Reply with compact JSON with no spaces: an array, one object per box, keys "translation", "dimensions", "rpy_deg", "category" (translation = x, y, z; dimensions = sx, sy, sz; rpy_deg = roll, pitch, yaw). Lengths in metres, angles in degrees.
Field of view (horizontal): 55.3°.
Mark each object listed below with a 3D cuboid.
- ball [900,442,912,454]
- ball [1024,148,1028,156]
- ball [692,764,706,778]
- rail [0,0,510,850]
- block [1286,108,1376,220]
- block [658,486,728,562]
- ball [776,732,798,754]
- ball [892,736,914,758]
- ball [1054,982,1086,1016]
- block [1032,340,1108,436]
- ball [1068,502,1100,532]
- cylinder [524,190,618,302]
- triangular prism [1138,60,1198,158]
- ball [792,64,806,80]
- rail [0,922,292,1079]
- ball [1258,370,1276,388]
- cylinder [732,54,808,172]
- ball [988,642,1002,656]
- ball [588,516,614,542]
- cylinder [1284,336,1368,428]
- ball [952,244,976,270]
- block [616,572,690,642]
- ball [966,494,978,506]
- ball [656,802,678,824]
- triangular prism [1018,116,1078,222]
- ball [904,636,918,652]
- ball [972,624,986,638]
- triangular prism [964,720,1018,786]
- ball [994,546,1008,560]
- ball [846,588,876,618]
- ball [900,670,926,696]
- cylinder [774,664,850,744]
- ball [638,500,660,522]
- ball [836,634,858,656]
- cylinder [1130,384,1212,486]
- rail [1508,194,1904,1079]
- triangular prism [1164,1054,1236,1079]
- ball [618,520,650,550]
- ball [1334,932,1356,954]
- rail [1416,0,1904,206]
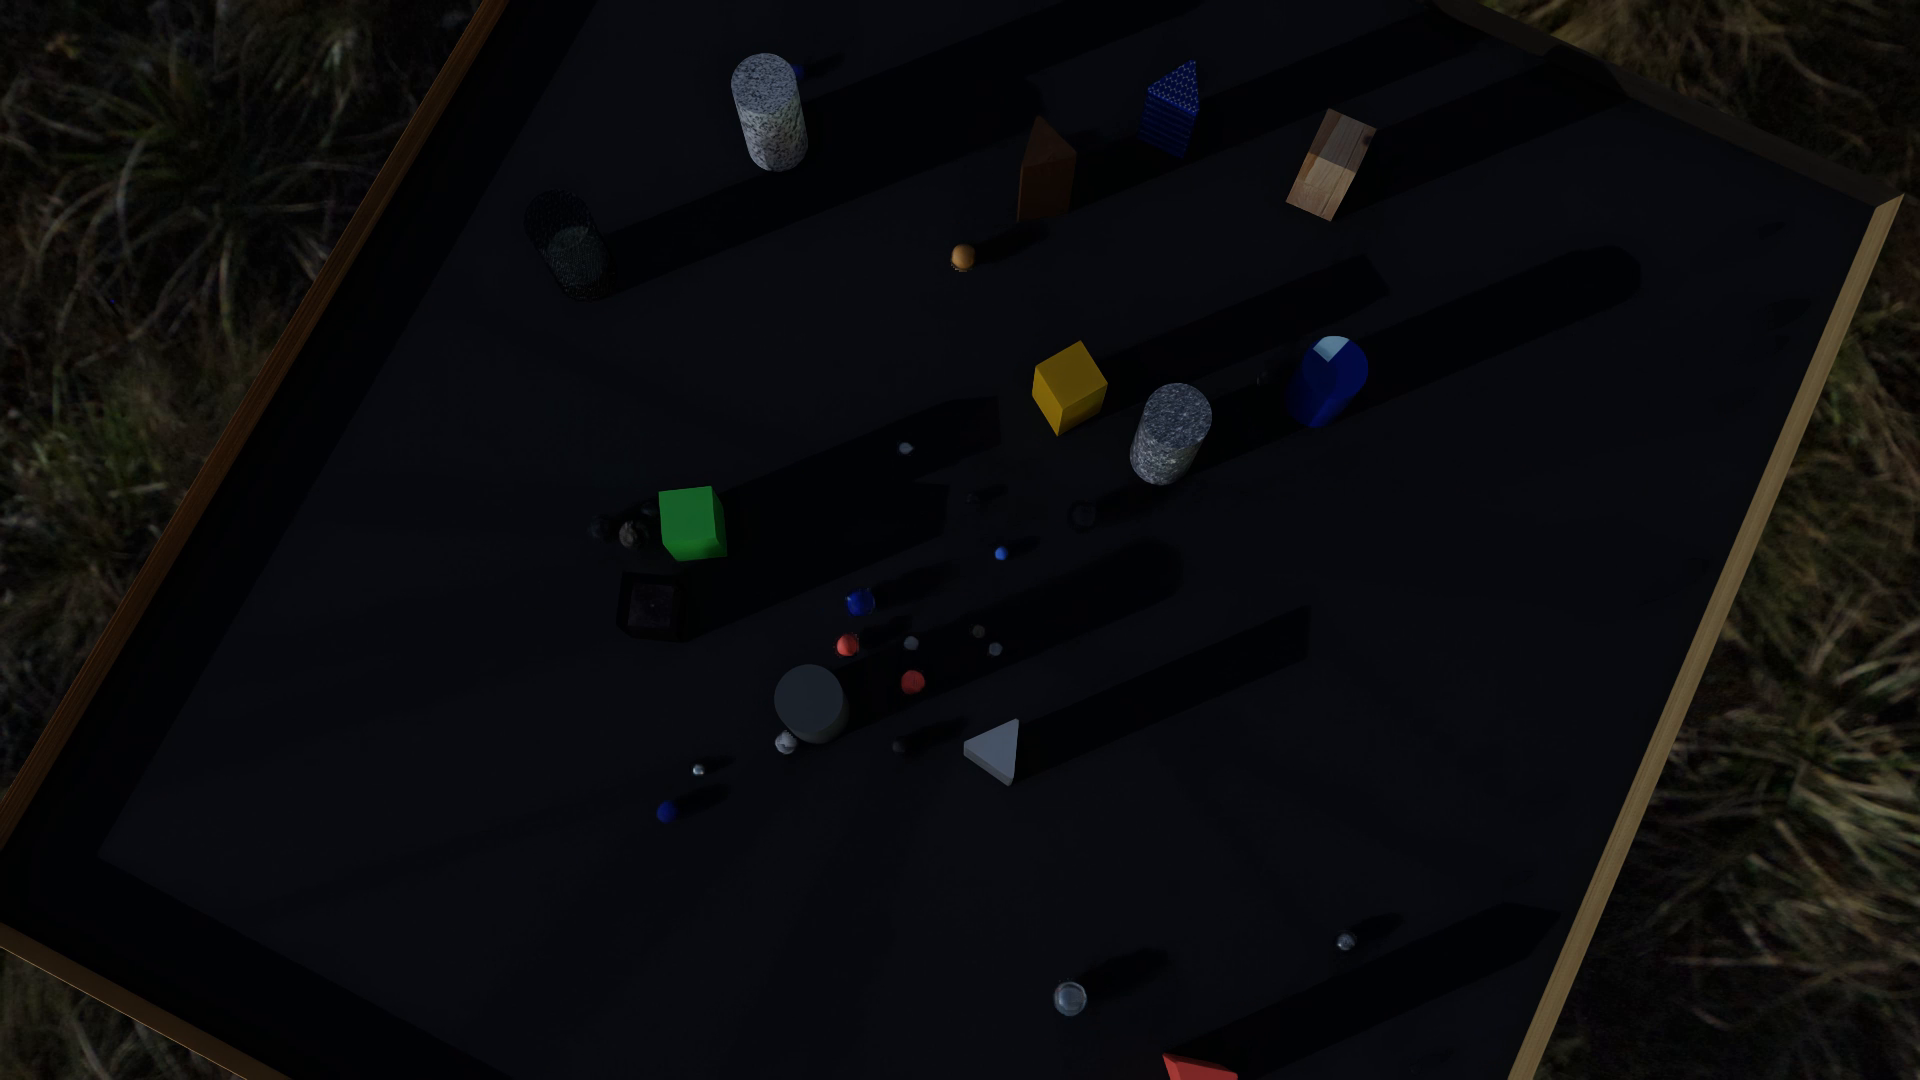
[{"translation":[-0.168,-0.284,5.654],"dimensions":[0.041,0.041,0.041],"rpy_deg":[0,78,0],"category":"ball"},{"translation":[0.239,-1.226,5.835],"dimensions":[0.070,0.070,0.070],"rpy_deg":[0,78,0],"category":"ball"},{"translation":[-0.777,0.685,5.454],"dimensions":[0.040,0.040,0.040],"rpy_deg":[0,78,0],"category":"ball"},{"translation":[-1.897,-0.922,5.742],"dimensions":[0.045,0.127,4.597],"rpy_deg":[26,80,5],"category":"rail"},{"translation":[1.142,-1.153,5.658],"dimensions":[0.156,0.386,0.156],"rpy_deg":[25,79,5],"category":"block"},{"translation":[-0.796,-0.046,5.482],"dimensions":[0.156,0.281,0.156],"rpy_deg":[-6,78,-1],"category":"block"},{"translation":[-0.516,0.603,5.453],"dimensions":[0.067,0.067,0.067],"rpy_deg":[0,78,0],"category":"ball"},{"translation":[-0.171,0.615,5.457],"dimensions":[0.064,0.064,0.064],"rpy_deg":[0,78,0],"category":"ball"},{"translation":[0.318,1.324,5.293],"dimensions":[0.097,0.097,0.097],"rpy_deg":[0,78,0],"category":"ball"},{"translation":[0.330,-0.456,5.554],"dimensions":[0.156,0.308,0.156],"rpy_deg":[-30,80,-6],"category":"block"},{"translation":[0.378,-0.070,5.582],"dimensions":[0.095,0.095,0.095],"rpy_deg":[0,78,0],"category":"ball"},{"translation":[-1.177,-0.887,5.570],"dimensions":[0.195,0.450,0.195],"rpy_deg":[0,78,0],"category":"cylinder"},{"translation":[0.676,-1.357,5.718],"dimensions":[0.169,0.352,0.146],"rpy_deg":[26,80,5],"category":"triangular prism"},{"translation":[-0.523,-1.505,5.903],"dimensions":[0.049,0.049,0.049],"rpy_deg":[0,78,0],"category":"ball"},{"translation":[-1.017,1.999,5.137],"dimensions":[4.288,0.127,0.045],"rpy_deg":[26,80,5],"category":"rail"},{"translation":[0.955,-0.500,5.694],"dimensions":[0.052,0.052,0.052],"rpy_deg":[0,78,0],"category":"ball"},{"translation":[-0.584,-1.316,5.669],"dimensions":[0.195,0.431,0.195],"rpy_deg":[0,78,0],"category":"cylinder"},{"translation":[0.107,0.328,5.527],"dimensions":[0.043,0.043,0.043],"rpy_deg":[0,78,0],"category":"ball"},{"translation":[-1.093,-0.033,5.582],"dimensions":[0.080,0.080,0.080],"rpy_deg":[0,78,0],"category":"ball"},{"translation":[1.106,-0.476,5.553],"dimensions":[0.195,0.317,0.195],"rpy_deg":[0,78,0],"category":"cylinder"},{"translation":[0.012,-0.891,5.760],"dimensions":[0.081,0.081,0.081],"rpy_deg":[0,78,0],"category":"ball"},{"translation":[-0.911,0.202,5.440],"dimensions":[0.156,0.264,0.156],"rpy_deg":[6,78,1],"category":"block"},{"translation":[0.037,-0.124,5.622],"dimensions":[0.040,0.040,0.040],"rpy_deg":[0,78,0],"category":"ball"},{"translation":[-0.864,0.805,5.417],"dimensions":[0.065,0.065,0.065],"rpy_deg":[0,78,0],"category":"ball"},{"translation":[0.247,-1.142,5.627],"dimensions":[0.169,0.443,0.146],"rpy_deg":[-13,79,-3],"category":"triangular prism"},{"translation":[-0.147,0.313,5.529],"dimensions":[0.045,0.045,0.045],"rpy_deg":[0,78,0],"category":"ball"},{"translation":[0.056,0.277,5.538],"dimensions":[0.042,0.042,0.042],"rpy_deg":[0,78,0],"category":"ball"},{"translation":[0.121,0.597,5.340],"dimensions":[0.169,0.300,0.146],"rpy_deg":[35,80,7],"category":"triangular prism"},{"translation":[0.128,0.041,5.586],"dimensions":[0.043,0.043,0.043],"rpy_deg":[0,78,0],"category":"ball"},{"translation":[-0.299,0.190,5.534],"dimensions":[0.085,0.085,0.085],"rpy_deg":[0,78,0],"category":"ball"},{"translation":[-0.142,0.427,5.490],"dimensions":[0.075,0.075,0.075],"rpy_deg":[0,78,0],"category":"ball"},{"translation":[-0.428,0.482,5.344],"dimensions":[0.195,0.338,0.195],"rpy_deg":[0,78,0],"category":"cylinder"},{"translation":[-0.946,-0.089,5.599],"dimensions":[0.069,0.069,0.069],"rpy_deg":[0,78,0],"category":"ball"},{"translation":[-0.340,0.318,5.517],"dimensions":[0.066,0.066,0.066],"rpy_deg":[0,78,0],"category":"ball"},{"translation":[0.622,-0.309,5.451],"dimensions":[0.195,0.449,0.195],"rpy_deg":[0,78,0],"category":"cylinder"},{"translation":[1.897,0.935,5.357],"dimensions":[0.045,0.127,4.597],"rpy_deg":[26,80,5],"category":"rail"},{"translation":[0.643,1.501,5.133],"dimensions":[0.146,0.338,0.169],"rpy_deg":[41,81,8],"category":"triangular prism"},{"translation":[-0.990,-0.015,5.572],"dimensions":[0.093,0.093,0.093],"rpy_deg":[0,78,0],"category":"ball"},{"translation":[1.121,1.174,5.341],"dimensions":[0.063,0.063,0.063],"rpy_deg":[0,78,0],"category":"ball"},{"translation":[1.017,-1.986,5.962],"dimensions":[4.288,0.127,0.045],"rpy_deg":[26,80,5],"category":"rail"}]
